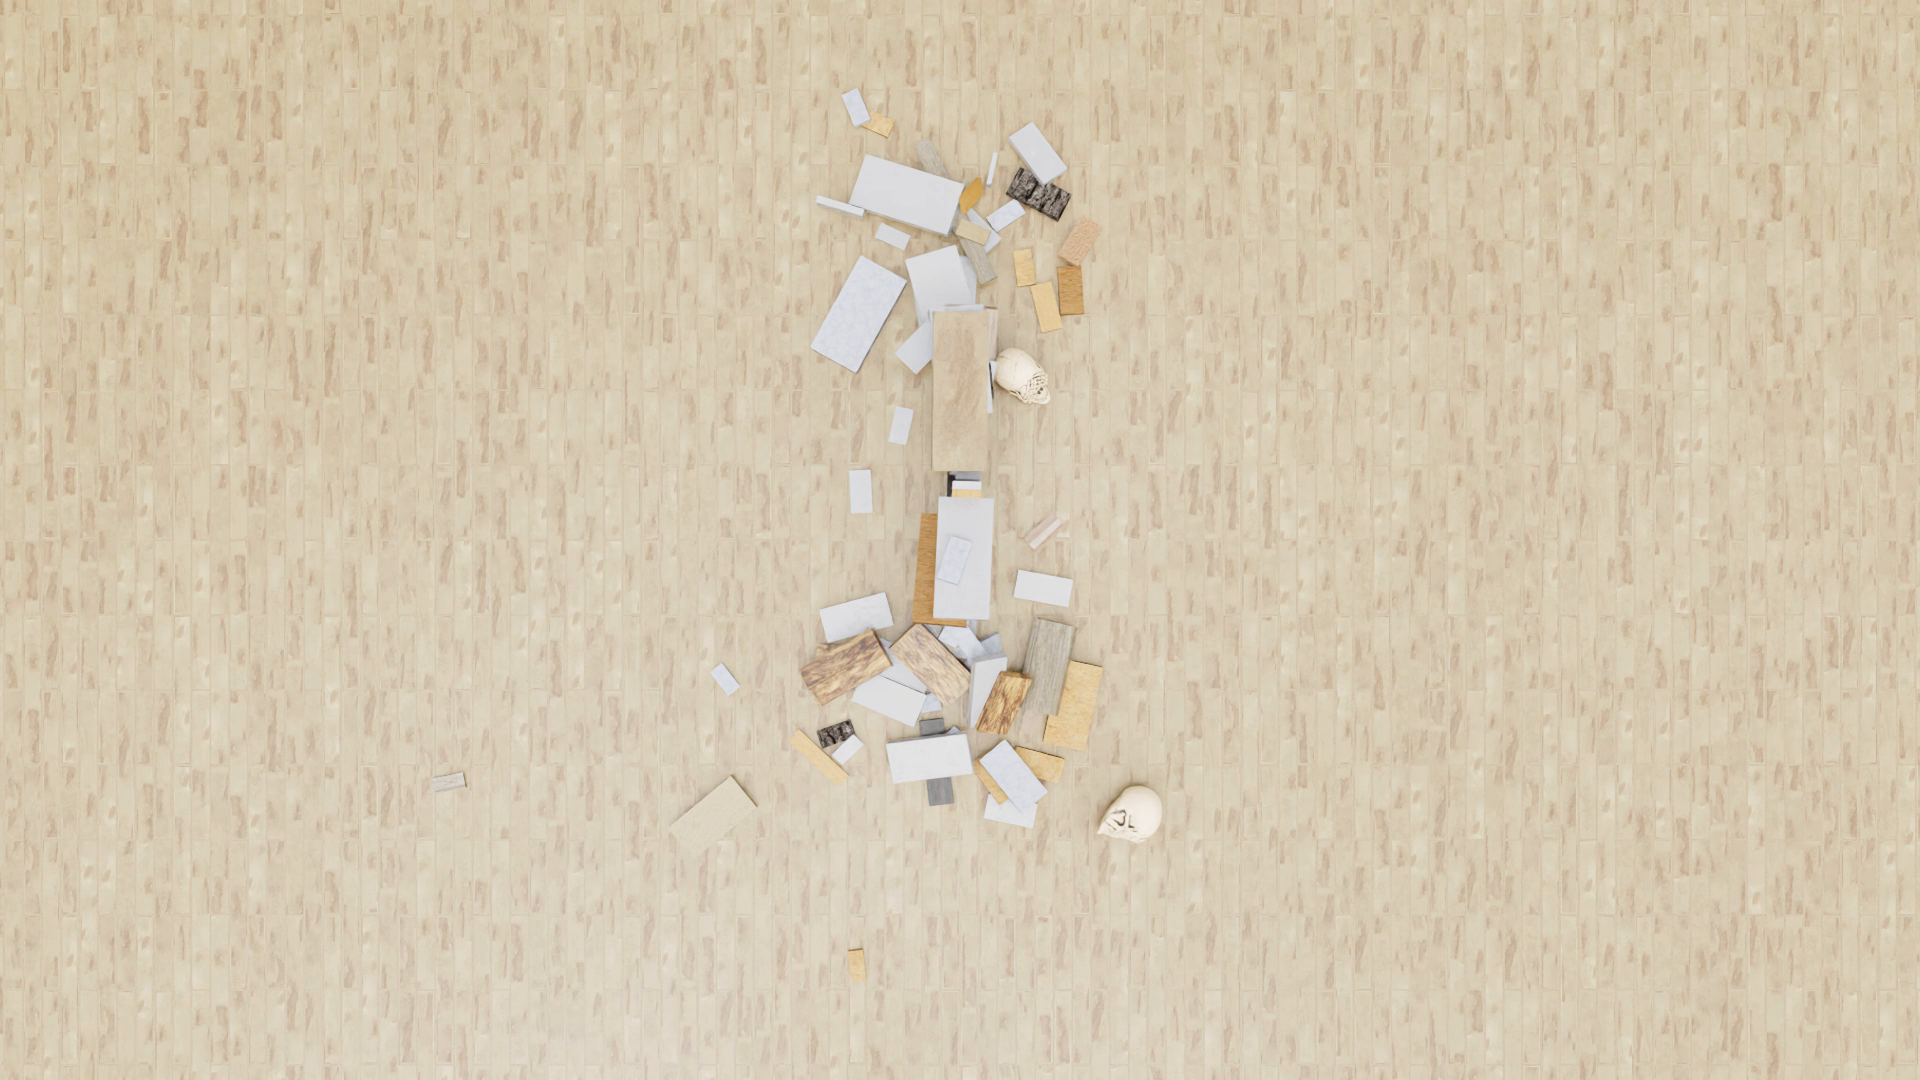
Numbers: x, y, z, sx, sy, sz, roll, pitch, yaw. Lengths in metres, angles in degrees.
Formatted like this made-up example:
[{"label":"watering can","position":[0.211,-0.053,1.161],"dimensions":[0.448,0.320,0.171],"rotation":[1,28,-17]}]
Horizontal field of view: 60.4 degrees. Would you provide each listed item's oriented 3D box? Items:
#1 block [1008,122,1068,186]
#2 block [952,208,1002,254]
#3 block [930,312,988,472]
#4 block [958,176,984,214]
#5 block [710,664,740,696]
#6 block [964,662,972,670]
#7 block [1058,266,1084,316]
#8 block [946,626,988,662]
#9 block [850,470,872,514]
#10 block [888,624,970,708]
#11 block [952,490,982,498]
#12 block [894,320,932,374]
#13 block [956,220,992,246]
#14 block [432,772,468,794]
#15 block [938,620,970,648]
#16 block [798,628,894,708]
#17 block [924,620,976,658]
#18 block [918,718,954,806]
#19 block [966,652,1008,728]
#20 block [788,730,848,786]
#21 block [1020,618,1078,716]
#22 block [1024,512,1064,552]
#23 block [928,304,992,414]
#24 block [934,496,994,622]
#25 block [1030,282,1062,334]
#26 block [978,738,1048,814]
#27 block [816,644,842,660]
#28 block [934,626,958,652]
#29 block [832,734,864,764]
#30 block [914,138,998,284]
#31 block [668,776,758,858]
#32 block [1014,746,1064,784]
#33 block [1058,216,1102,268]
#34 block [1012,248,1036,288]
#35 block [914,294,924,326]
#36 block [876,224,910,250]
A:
[{"label":"block","position":[0.257,-1.279,5.470],"dimensions":[0.098,0.028,0.196],"rotation":[-35,85,-9]},{"label":"block","position":[0.039,-1.031,5.472],"dimensions":[0.095,0.027,0.189],"rotation":[-43,82,-1]},{"label":"block","position":[-0.002,-0.473,5.259],"dimensions":[0.174,0.049,0.504],"rotation":[0,96,-8]},{"label":"block","position":[0.037,-1.138,5.442],"dimensions":[0.017,0.060,0.121],"rotation":[17,52,27]},{"label":"block","position":[-0.782,0.464,5.493],"dimensions":[0.050,0.014,0.101],"rotation":[-38,90,0]},{"label":"block","position":[0.065,0.438,5.493],"dimensions":[0.052,0.015,0.103],"rotation":[-38,90,0]},{"label":"block","position":[0.368,-0.830,5.489],"dimensions":[0.080,0.023,0.159],"rotation":[-4,90,0]},{"label":"block","position":[0.020,0.324,5.379],"dimensions":[0.060,0.017,0.293],"rotation":[-37,101,-1]},{"label":"block","position":[-0.329,-0.161,5.490],"dimensions":[0.071,0.020,0.142],"rotation":[-3,90,0]},{"label":"block","position":[-0.089,0.406,5.433],"dimensions":[0.135,0.038,0.276],"rotation":[-44,99,8]},{"label":"block","position":[0.019,-0.149,5.306],"dimensions":[0.091,0.182,0.026],"rotation":[2,92,-1]},{"label":"block","position":[-0.109,-0.642,5.345],"dimensions":[0.098,0.028,0.196],"rotation":[44,106,-10]},{"label":"block","position":[0.044,-1.012,5.428],"dimensions":[0.106,0.015,0.053],"rotation":[23,91,10]},{"label":"block","position":[-1.701,0.809,5.493],"dimensions":[0.105,0.015,0.053],"rotation":[-12,90,0]},{"label":"block","position":[-0.014,0.279,5.386],"dimensions":[0.065,0.018,0.130],"rotation":[27,94,-10]},{"label":"block","position":[-0.376,0.421,5.434],"dimensions":[0.283,0.040,0.142],"rotation":[-30,83,10]},{"label":"block","position":[-0.034,0.211,5.433],"dimensions":[0.177,0.050,0.355],"rotation":[1,104,1]},{"label":"block","position":[-0.078,0.739,5.488],"dimensions":[0.083,0.024,0.285],"rotation":[-7,90,0]},{"label":"block","position":[0.088,0.491,5.400],"dimensions":[0.112,0.032,0.263],"rotation":[-9,123,-21]},{"label":"block","position":[-0.470,0.727,5.493],"dimensions":[0.228,0.015,0.053],"rotation":[43,90,0]},{"label":"block","position":[0.286,0.419,5.454],"dimensions":[0.142,0.040,0.299],"rotation":[12,89,21]},{"label":"block","position":[0.281,-0.025,5.491],"dimensions":[0.131,0.018,0.065],"rotation":[-43,89,0]},{"label":"block","position":[0.001,-0.575,5.299],"dimensions":[0.174,0.049,0.348],"rotation":[-6,97,-7]},{"label":"block","position":[0.012,0.060,5.288],"dimensions":[0.177,0.050,0.390],"rotation":[3,81,1]},{"label":"block","position":[0.287,-0.774,5.490],"dimensions":[0.071,0.020,0.159],"rotation":[-14,90,0]},{"label":"block","position":[0.175,0.780,5.449],"dimensions":[0.112,0.032,0.223],"rotation":[-39,85,-8]},{"label":"block","position":[-0.393,0.390,5.471],"dimensions":[0.166,0.023,0.083],"rotation":[4,90,12]},{"label":"block","position":[-0.042,0.277,5.411],"dimensions":[0.083,0.023,0.166],"rotation":[-33,101,8]},{"label":"block","position":[-0.374,0.695,5.483],"dimensions":[0.101,0.014,0.050],"rotation":[-44,102,6]},{"label":"block","position":[-0.015,-1.088,5.458],"dimensions":[0.059,0.017,0.525],"rotation":[-26,83,7]},{"label":"block","position":[-0.821,0.920,5.481],"dimensions":[0.271,0.038,0.135],"rotation":[-40,90,0]},{"label":"block","position":[0.257,0.747,5.488],"dimensions":[0.167,0.024,0.083],"rotation":[15,90,0]},{"label":"block","position":[0.398,-0.990,5.477],"dimensions":[0.080,0.023,0.159],"rotation":[32,83,3]},{"label":"block","position":[0.213,-0.906,5.492],"dimensions":[0.059,0.017,0.119],"rotation":[-8,90,0]},{"label":"block","position":[-0.096,-0.758,5.487],"dimensions":[0.095,0.027,0.246],"rotation":[-9,90,0]},{"label":"block","position":[-0.224,-1.009,5.492],"dimensions":[0.106,0.015,0.053],"rotation":[24,90,0]}]
